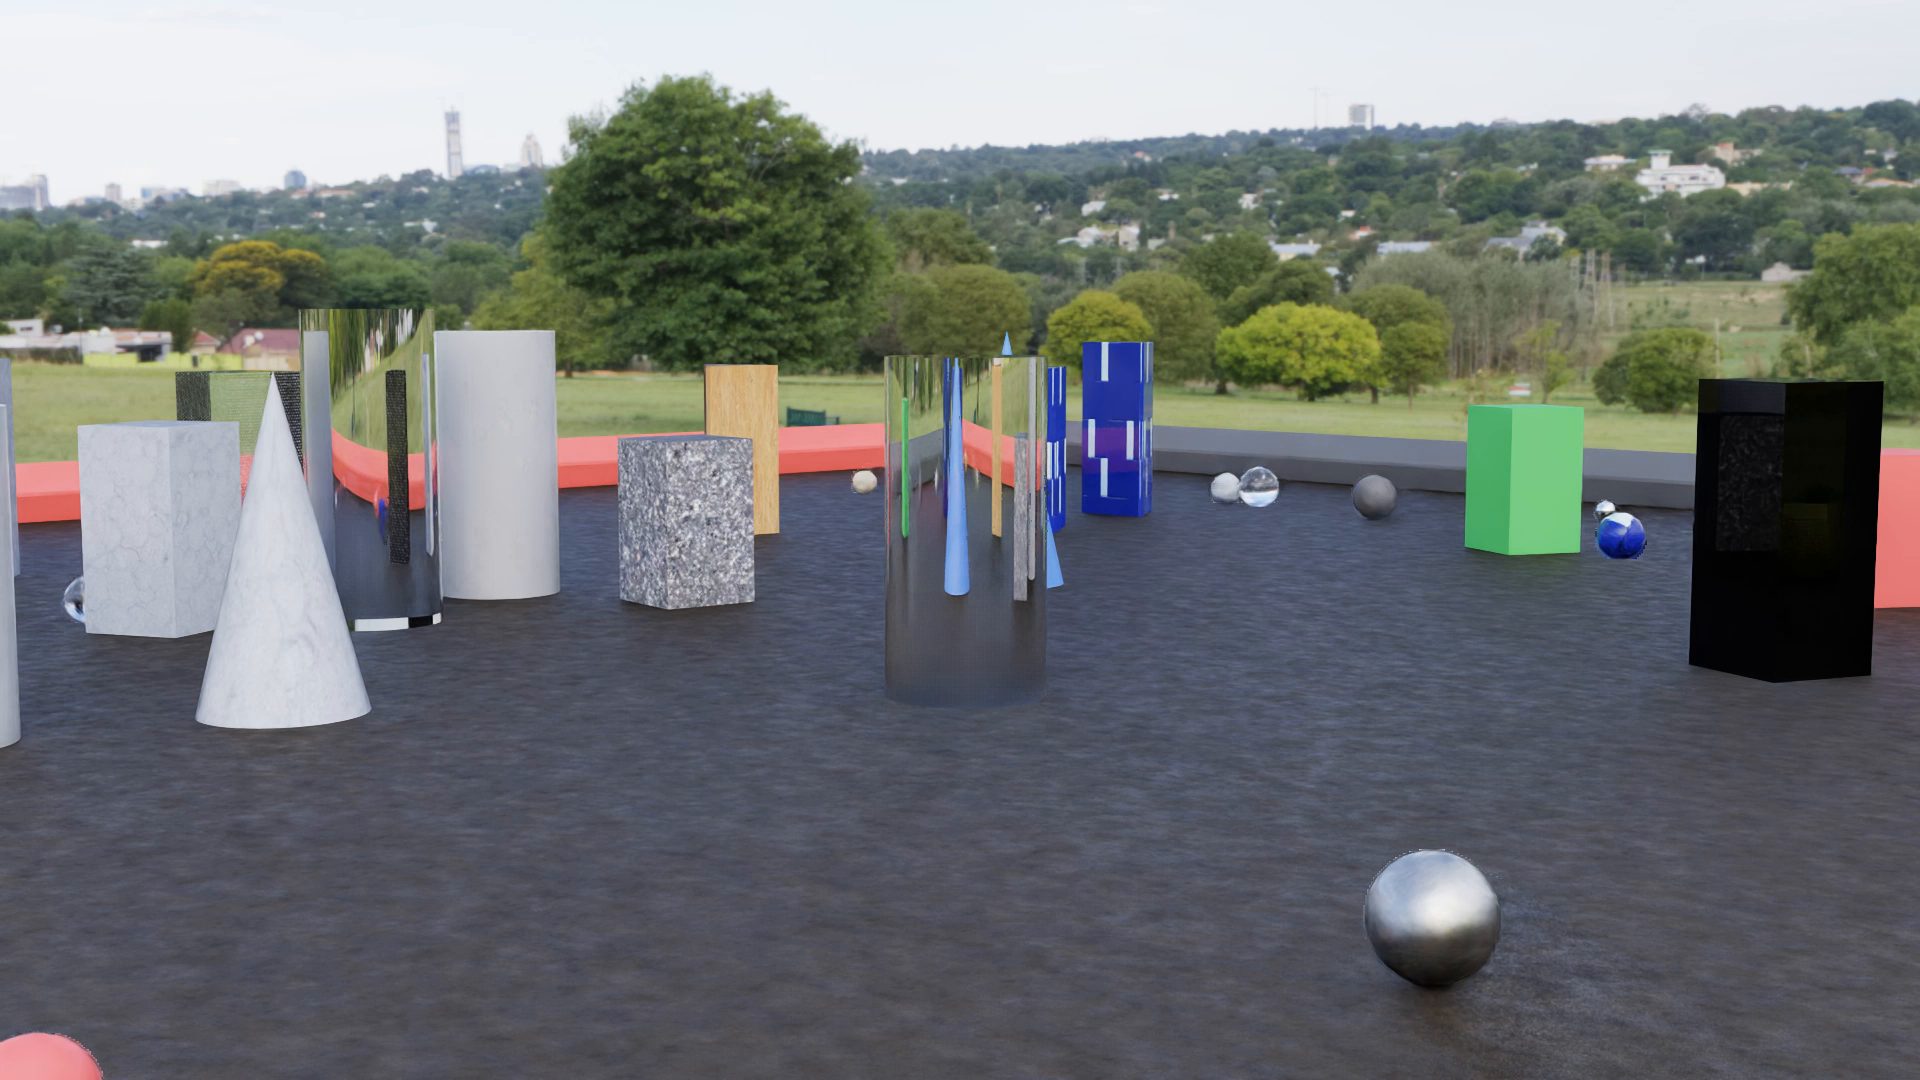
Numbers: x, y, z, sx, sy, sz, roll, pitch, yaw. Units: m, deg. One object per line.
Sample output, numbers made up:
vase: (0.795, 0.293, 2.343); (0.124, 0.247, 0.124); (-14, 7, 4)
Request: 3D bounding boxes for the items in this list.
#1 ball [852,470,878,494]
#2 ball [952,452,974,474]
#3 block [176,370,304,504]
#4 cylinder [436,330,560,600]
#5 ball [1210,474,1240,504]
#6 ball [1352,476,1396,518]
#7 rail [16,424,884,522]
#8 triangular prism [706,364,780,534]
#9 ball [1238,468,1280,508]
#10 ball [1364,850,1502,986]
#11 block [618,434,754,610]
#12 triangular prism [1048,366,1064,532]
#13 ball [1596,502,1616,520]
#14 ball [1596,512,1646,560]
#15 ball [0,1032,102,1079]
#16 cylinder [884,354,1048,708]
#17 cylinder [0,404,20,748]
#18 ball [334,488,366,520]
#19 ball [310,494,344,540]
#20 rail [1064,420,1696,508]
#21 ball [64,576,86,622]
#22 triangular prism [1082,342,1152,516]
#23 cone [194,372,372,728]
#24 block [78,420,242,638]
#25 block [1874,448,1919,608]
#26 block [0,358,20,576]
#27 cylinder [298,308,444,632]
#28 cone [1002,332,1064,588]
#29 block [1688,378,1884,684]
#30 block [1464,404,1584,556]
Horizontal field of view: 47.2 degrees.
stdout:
ball: (-0.227, -0.137, 5.221); (0.059, 0.059, 0.059); (0, 6, 0)
ball: (0.009, -0.206, 5.866); (0.061, 0.061, 0.061); (0, 6, 0)
block: (-1.248, -0.126, 3.819); (0.149, 0.333, 0.149); (5, 8, 39)
cylinder: (-0.721, -0.121, 3.424); (0.186, 0.407, 0.186); (0, 6, 0)
ball: (0.602, -0.116, 4.968); (0.070, 0.070, 0.070); (0, 6, 0)
ball: (0.872, -0.090, 4.625); (0.092, 0.092, 0.092); (0, 6, 0)
rail: (-1.480, -0.138, 4.927); (4.435, 0.121, 0.045); (-6, 8, -42)
triangular prism: (-0.463, -0.180, 4.336); (0.161, 0.330, 0.139); (-5, 8, -38)
ball: (0.664, -0.117, 4.885); (0.090, 0.090, 0.090); (0, 6, 0)
ball: (0.311, 0.249, 1.448); (0.088, 0.088, 0.088); (0, 6, 0)
block: (-0.416, -0.031, 3.334); (0.149, 0.247, 0.149); (-5, 8, -37)
triangular prism: (0.167, -0.186, 4.430); (0.161, 0.324, 0.139); (5, 8, 40)
ball: (1.342, -0.059, 4.572); (0.042, 0.042, 0.042); (0, 6, 0)
ball: (1.166, -0.007, 3.882); (0.083, 0.083, 0.083); (0, 6, 0)
ball: (-0.481, 0.291, 1.141); (0.069, 0.069, 0.069); (0, 6, 0)
cylinder: (0.007, -0.015, 2.515); (0.186, 0.388, 0.186); (0, 6, 0)
cylinder: (-1.061, 0.037, 2.230); (0.186, 0.344, 0.186); (0, 6, 0)
ball: (-1.276, -0.075, 4.602); (0.066, 0.066, 0.066); (0, 6, 0)
ball: (-1.219, -0.043, 4.192); (0.089, 0.089, 0.089); (0, 6, 0)
rail: (1.612, -0.126, 4.812); (0.045, 0.121, 4.413); (-6, 8, -42)
ball: (-1.229, 0.083, 3.104); (0.067, 0.067, 0.067); (0, 6, 0)
triangular prism: (0.371, -0.244, 4.760); (0.161, 0.369, 0.139); (5, 8, 42)
cone: (-0.744, 0.003, 2.402); (0.186, 0.375, 0.186); (0, 6, 0)
block: (-1.103, -0.019, 3.044); (0.149, 0.284, 0.149); (2, 6, 19)
block: (1.401, -0.021, 3.333); (0.149, 0.227, 0.149); (-1, 6, -11)
block: (-1.632, -0.113, 3.574); (0.149, 0.359, 0.149); (-1, 6, -10)
cylinder: (-0.829, -0.104, 3.098); (0.186, 0.441, 0.186); (0, 6, 0)
cone: (0.075, -0.133, 3.537); (0.186, 0.406, 0.186); (0, 6, 0)
block: (1.007, -0.017, 2.687); (0.149, 0.356, 0.149); (-2, 7, -22)
block: (1.034, -0.114, 4.034); (0.149, 0.263, 0.149); (-2, 6, -18)
